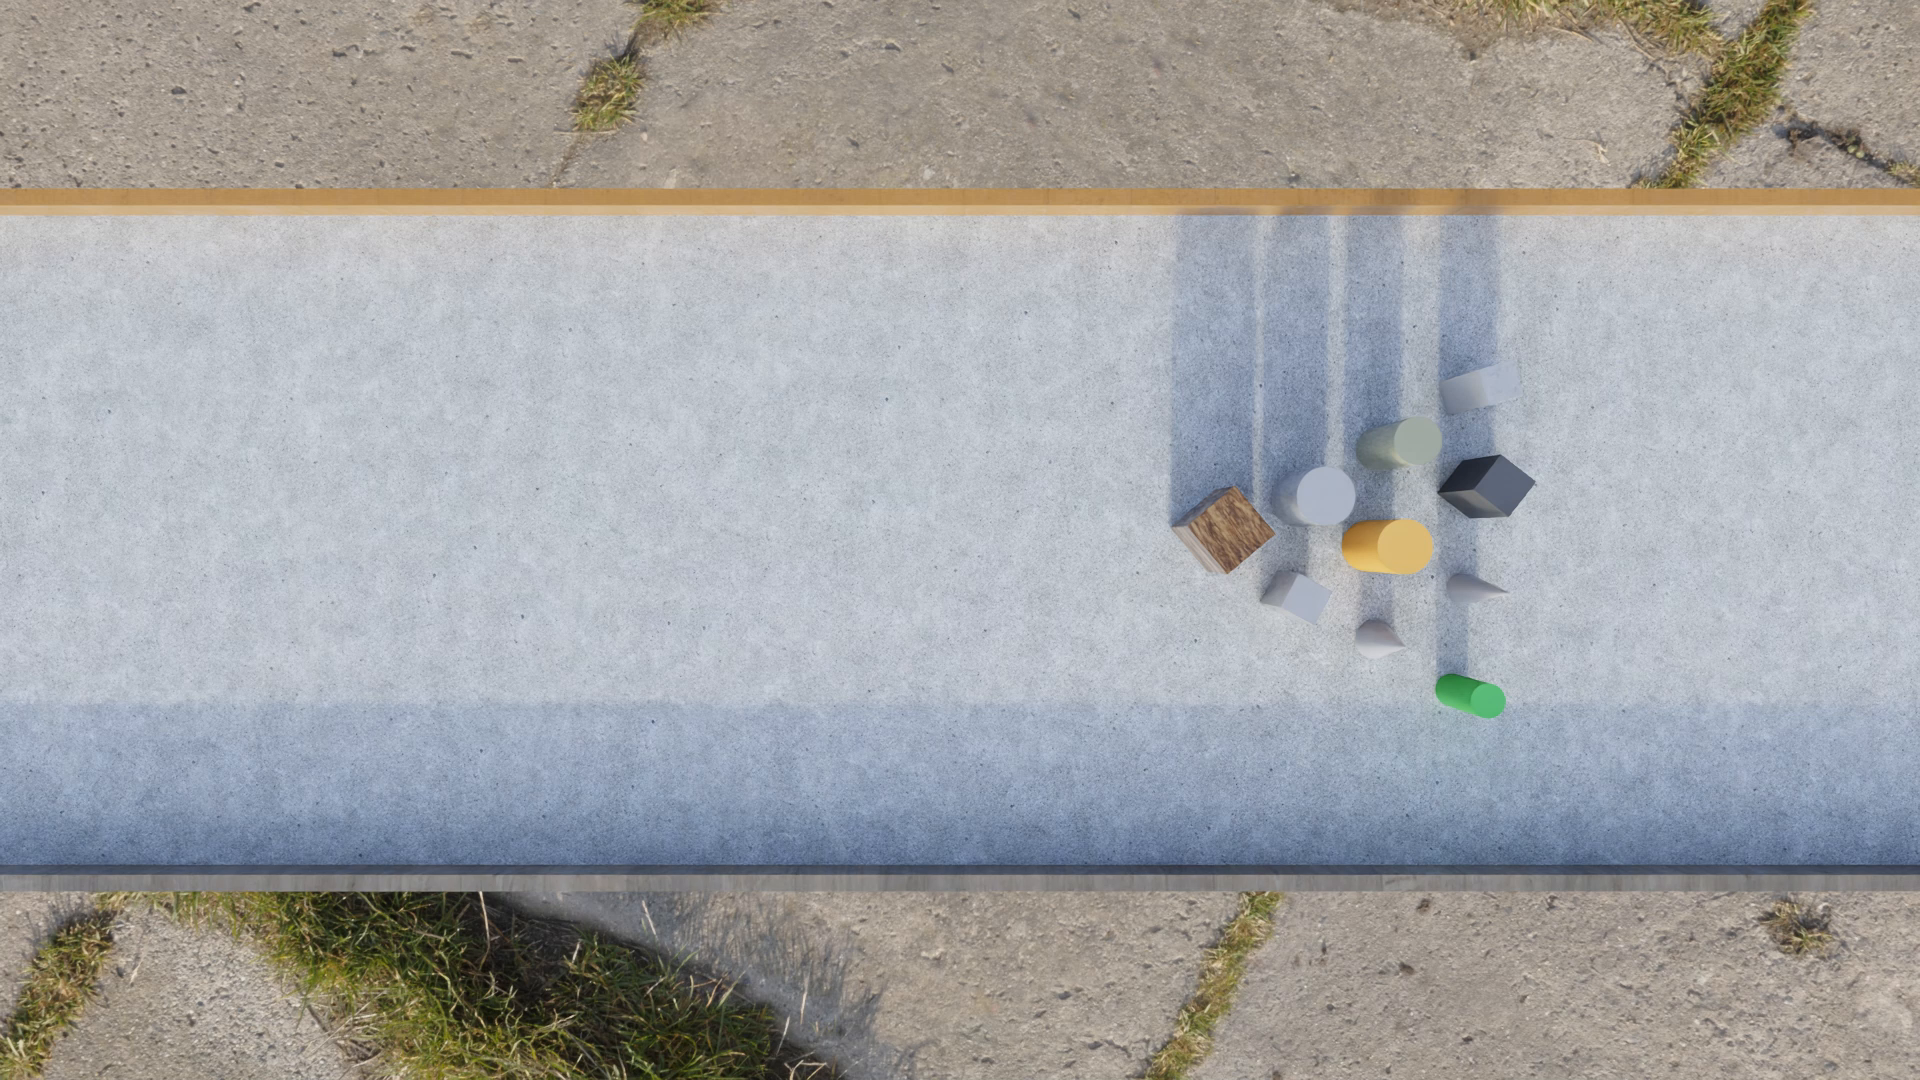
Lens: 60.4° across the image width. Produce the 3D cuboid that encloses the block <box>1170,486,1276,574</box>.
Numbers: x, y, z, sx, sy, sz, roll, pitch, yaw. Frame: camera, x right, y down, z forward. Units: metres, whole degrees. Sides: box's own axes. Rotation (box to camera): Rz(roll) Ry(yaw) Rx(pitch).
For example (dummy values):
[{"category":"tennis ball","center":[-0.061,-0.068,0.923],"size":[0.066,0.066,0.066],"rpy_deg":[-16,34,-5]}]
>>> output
[{"category":"block","center":[0.773,-0.028,4.887],"size":[0.180,0.379,0.180],"rpy_deg":[-40,90,0]}]

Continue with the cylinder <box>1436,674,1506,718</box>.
[{"category":"cylinder","center":[1.513,0.461,4.900],"size":[0.101,0.352,0.101],"rpy_deg":[0,90,0]}]

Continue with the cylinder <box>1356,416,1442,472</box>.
[{"category":"cylinder","center":[1.286,-0.279,4.851],"size":[0.136,0.451,0.136],"rpy_deg":[0,90,0]}]

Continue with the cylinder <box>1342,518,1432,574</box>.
[{"category":"cylinder","center":[1.253,0.019,4.859],"size":[0.157,0.436,0.157],"rpy_deg":[0,90,0]}]

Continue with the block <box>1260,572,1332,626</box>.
[{"category":"block","center":[0.998,0.171,4.910],"size":[0.111,0.334,0.111],"rpy_deg":[28,90,0]}]

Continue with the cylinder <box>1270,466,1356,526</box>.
[{"category":"cylinder","center":[1.040,-0.125,4.882],"size":[0.167,0.389,0.167],"rpy_deg":[0,90,0]}]

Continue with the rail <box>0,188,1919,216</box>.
[{"category":"rail","center":[-2.247,-1.025,5.002],"size":[12.000,0.150,0.050],"rpy_deg":[0,90,0]}]

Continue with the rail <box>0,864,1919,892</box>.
[{"category":"rail","center":[-2.247,1.025,5.001],"size":[12.000,0.150,0.050],"rpy_deg":[0,90,0]}]

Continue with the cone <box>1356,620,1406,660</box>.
[{"category":"cone","center":[1.277,0.306,4.894],"size":[0.122,0.365,0.122],"rpy_deg":[0,90,0]}]

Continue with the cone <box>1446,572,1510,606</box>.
[{"category":"cone","center":[1.548,0.150,4.852],"size":[0.102,0.448,0.102],"rpy_deg":[0,90,0]}]

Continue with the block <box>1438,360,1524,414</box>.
[{"category":"block","center":[1.536,-0.448,4.880],"size":[0.104,0.394,0.104],"rpy_deg":[-16,90,0]}]

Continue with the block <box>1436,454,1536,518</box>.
[{"category":"block","center":[1.557,-0.155,4.894],"size":[0.128,0.365,0.128],"rpy_deg":[38,90,0]}]
